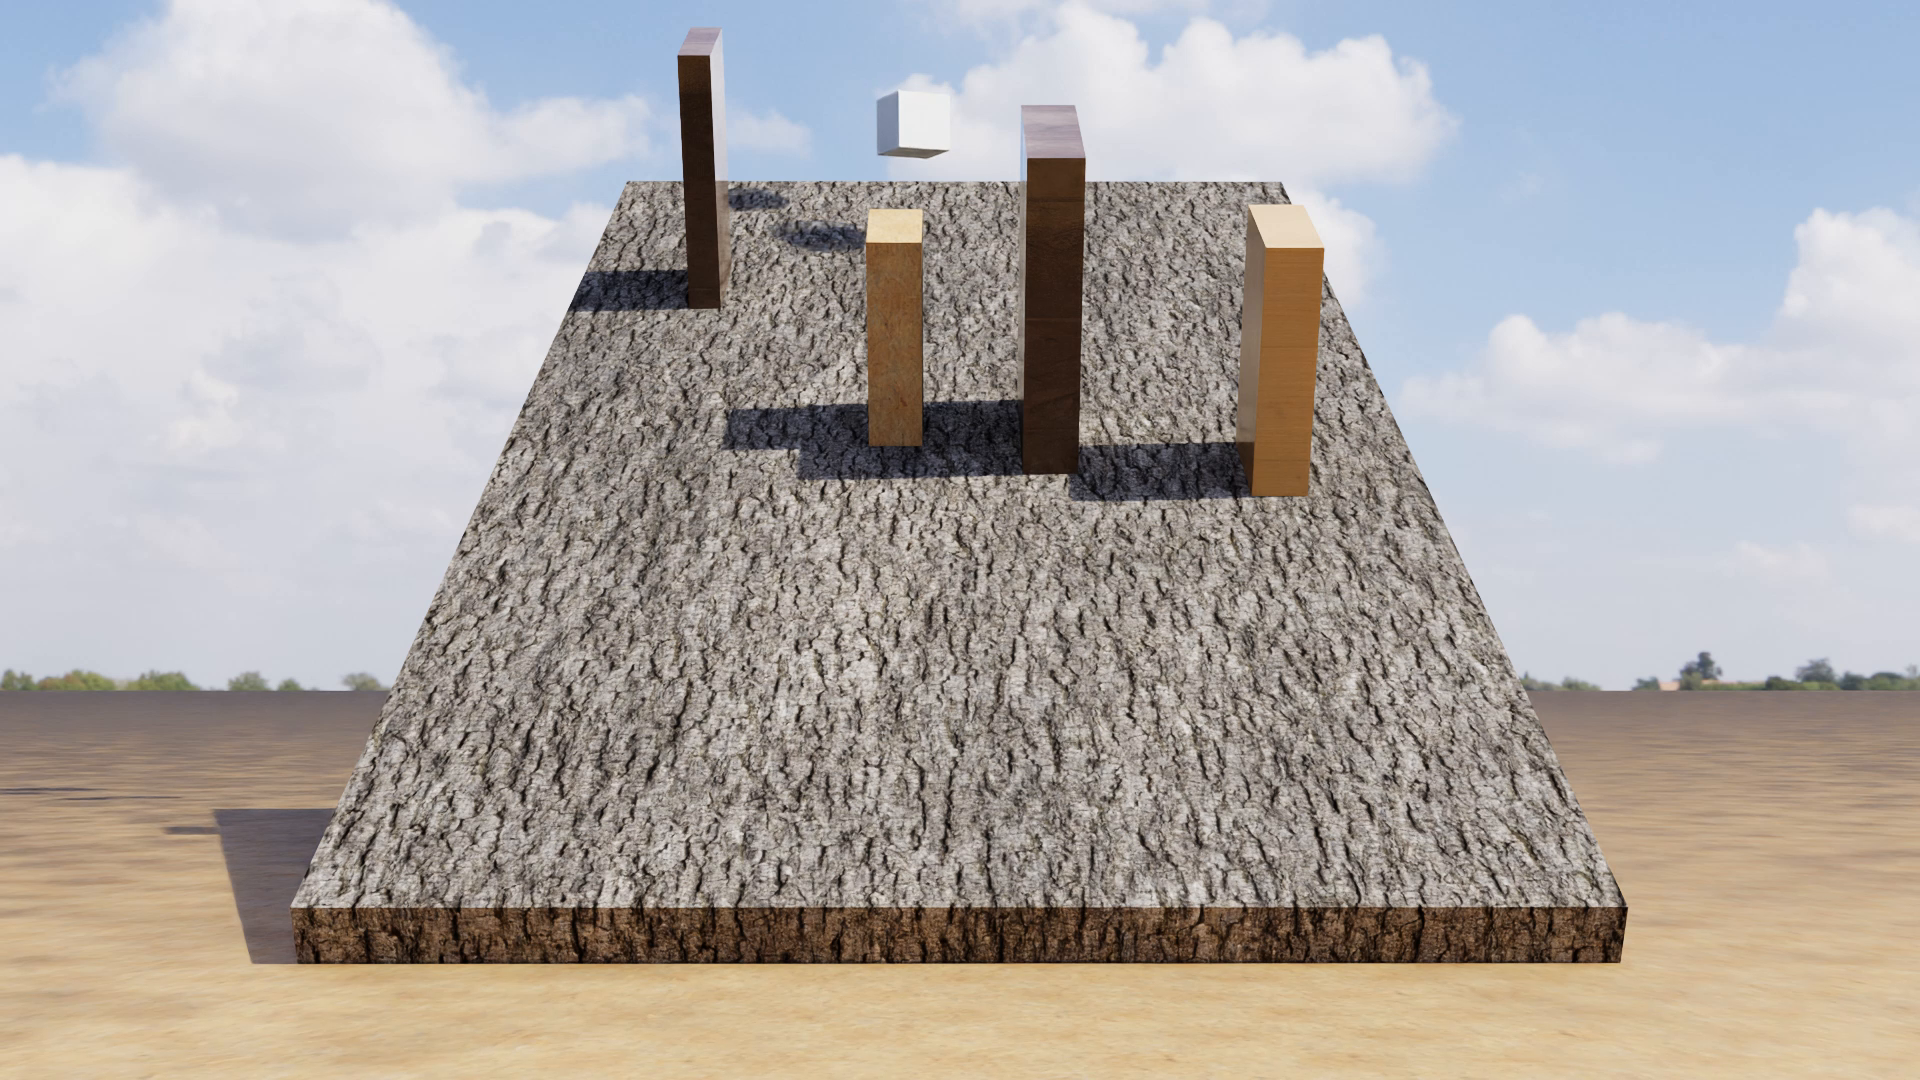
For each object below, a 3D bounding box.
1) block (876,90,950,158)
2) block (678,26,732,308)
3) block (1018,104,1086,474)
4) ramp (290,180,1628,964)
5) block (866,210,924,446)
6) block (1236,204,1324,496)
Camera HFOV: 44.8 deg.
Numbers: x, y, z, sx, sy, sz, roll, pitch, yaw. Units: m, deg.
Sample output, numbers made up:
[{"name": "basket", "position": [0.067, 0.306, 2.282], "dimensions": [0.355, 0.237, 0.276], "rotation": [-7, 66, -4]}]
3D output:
[{"name": "block", "position": [-0.129, -1.148, 6.450], "dimensions": [0.153, 0.153, 0.153], "rotation": [0, 0, -25]}, {"name": "block", "position": [-0.658, -0.965, 6.034], "dimensions": [0.081, 0.656, 0.332], "rotation": [0, 24, 0]}, {"name": "block", "position": [0.194, -0.551, 5.075], "dimensions": [0.119, 0.694, 0.445], "rotation": [0, 24, 0]}, {"name": "ramp", "position": [-0.008, -0.229, 5.326], "dimensions": [2.000, 0.100, 4.000], "rotation": [0, 24, 0]}, {"name": "block", "position": [-0.142, -0.472, 5.175], "dimensions": [0.118, 0.468, 0.248], "rotation": [0, 24, 0]}, {"name": "block", "position": [0.673, -0.403, 4.934], "dimensions": [0.118, 0.543, 0.308], "rotation": [0, 24, 0]}]
